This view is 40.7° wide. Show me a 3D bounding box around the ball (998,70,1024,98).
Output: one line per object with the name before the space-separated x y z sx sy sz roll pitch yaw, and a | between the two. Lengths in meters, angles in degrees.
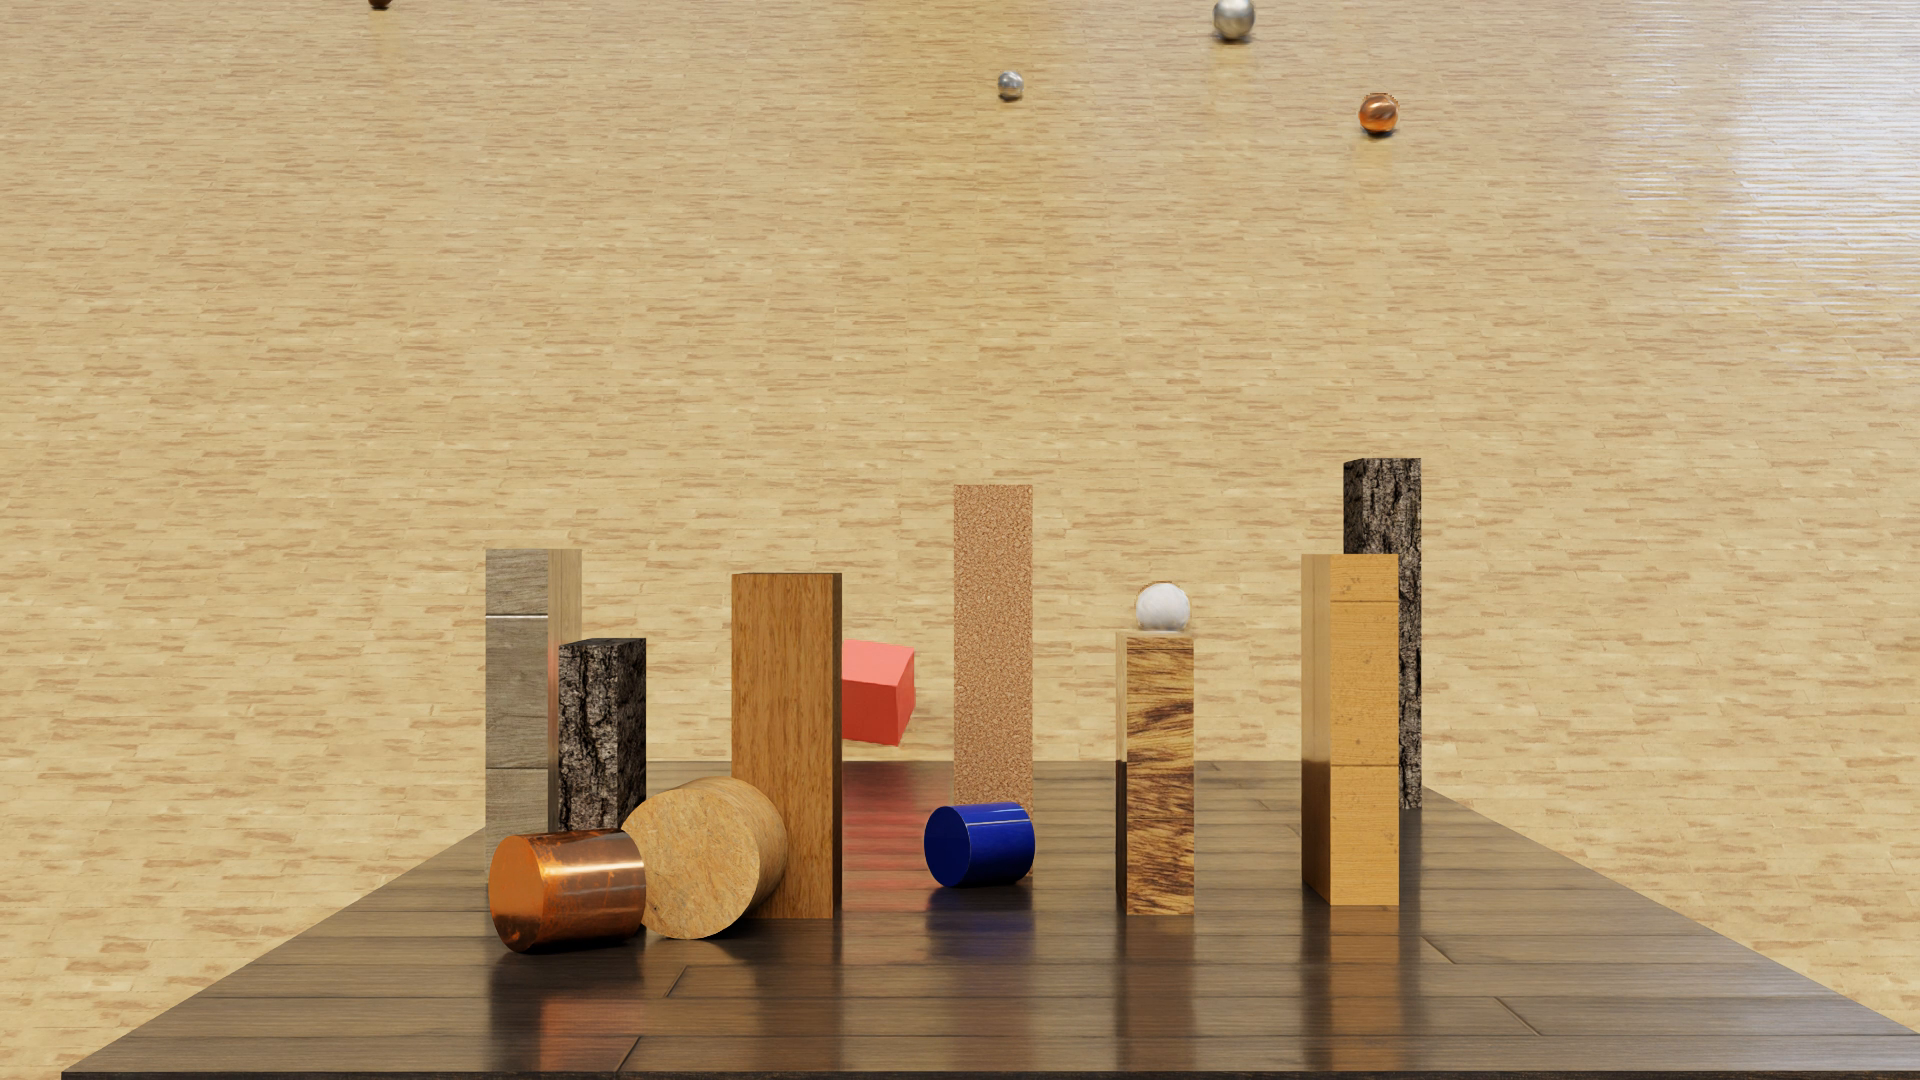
ball | 0.214 -1.920 10.917 0.115 0.115 0.115 0 31 0

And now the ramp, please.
ramp | 0.069 0.609 4.679 2.000 0.100 4.000 0 0 0

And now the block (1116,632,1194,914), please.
block | 0.297 0.351 3.976 0.099 0.411 0.276 0 0 0

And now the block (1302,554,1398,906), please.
block | 0.616 0.289 4.110 0.104 0.534 0.335 0 0 0

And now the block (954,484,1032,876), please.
block | 0.055 0.234 4.455 0.131 0.650 0.331 0 0 0

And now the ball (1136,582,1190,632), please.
ball | 0.573 0.199 7.317 0.156 0.156 0.156 0 31 0

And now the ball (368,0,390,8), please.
ball | -2.672 -2.514 11.905 0.124 0.124 0.124 0 31 0

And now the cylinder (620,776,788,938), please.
cylinder | -0.368 0.450 3.697 0.209 0.209 0.209 4 0 7

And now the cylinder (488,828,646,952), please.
cylinder | -0.535 0.476 3.528 0.157 0.157 0.157 0 25 -37

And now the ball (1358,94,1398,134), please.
ball | 1.707 -1.735 10.563 0.160 0.160 0.160 0 31 0

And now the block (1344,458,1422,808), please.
block | 0.907 0.196 5.568 0.123 0.735 0.277 0 0 0

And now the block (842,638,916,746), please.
block | -0.237 0.407 6.932 0.192 0.192 0.192 7 31 11

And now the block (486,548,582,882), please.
block | -0.721 0.287 4.400 0.101 0.543 0.381 0 0 0

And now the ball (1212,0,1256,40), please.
ball | 1.219 -2.329 11.524 0.197 0.197 0.197 0 31 0

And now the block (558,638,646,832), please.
block | -0.523 0.352 3.808 0.083 0.406 0.338 0 0 0

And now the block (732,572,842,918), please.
block | -0.261 0.304 3.956 0.148 0.505 0.313 0 0 0

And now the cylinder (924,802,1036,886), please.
cylinder | 0.031 0.493 4.199 0.129 0.129 0.129 0 26 -36
